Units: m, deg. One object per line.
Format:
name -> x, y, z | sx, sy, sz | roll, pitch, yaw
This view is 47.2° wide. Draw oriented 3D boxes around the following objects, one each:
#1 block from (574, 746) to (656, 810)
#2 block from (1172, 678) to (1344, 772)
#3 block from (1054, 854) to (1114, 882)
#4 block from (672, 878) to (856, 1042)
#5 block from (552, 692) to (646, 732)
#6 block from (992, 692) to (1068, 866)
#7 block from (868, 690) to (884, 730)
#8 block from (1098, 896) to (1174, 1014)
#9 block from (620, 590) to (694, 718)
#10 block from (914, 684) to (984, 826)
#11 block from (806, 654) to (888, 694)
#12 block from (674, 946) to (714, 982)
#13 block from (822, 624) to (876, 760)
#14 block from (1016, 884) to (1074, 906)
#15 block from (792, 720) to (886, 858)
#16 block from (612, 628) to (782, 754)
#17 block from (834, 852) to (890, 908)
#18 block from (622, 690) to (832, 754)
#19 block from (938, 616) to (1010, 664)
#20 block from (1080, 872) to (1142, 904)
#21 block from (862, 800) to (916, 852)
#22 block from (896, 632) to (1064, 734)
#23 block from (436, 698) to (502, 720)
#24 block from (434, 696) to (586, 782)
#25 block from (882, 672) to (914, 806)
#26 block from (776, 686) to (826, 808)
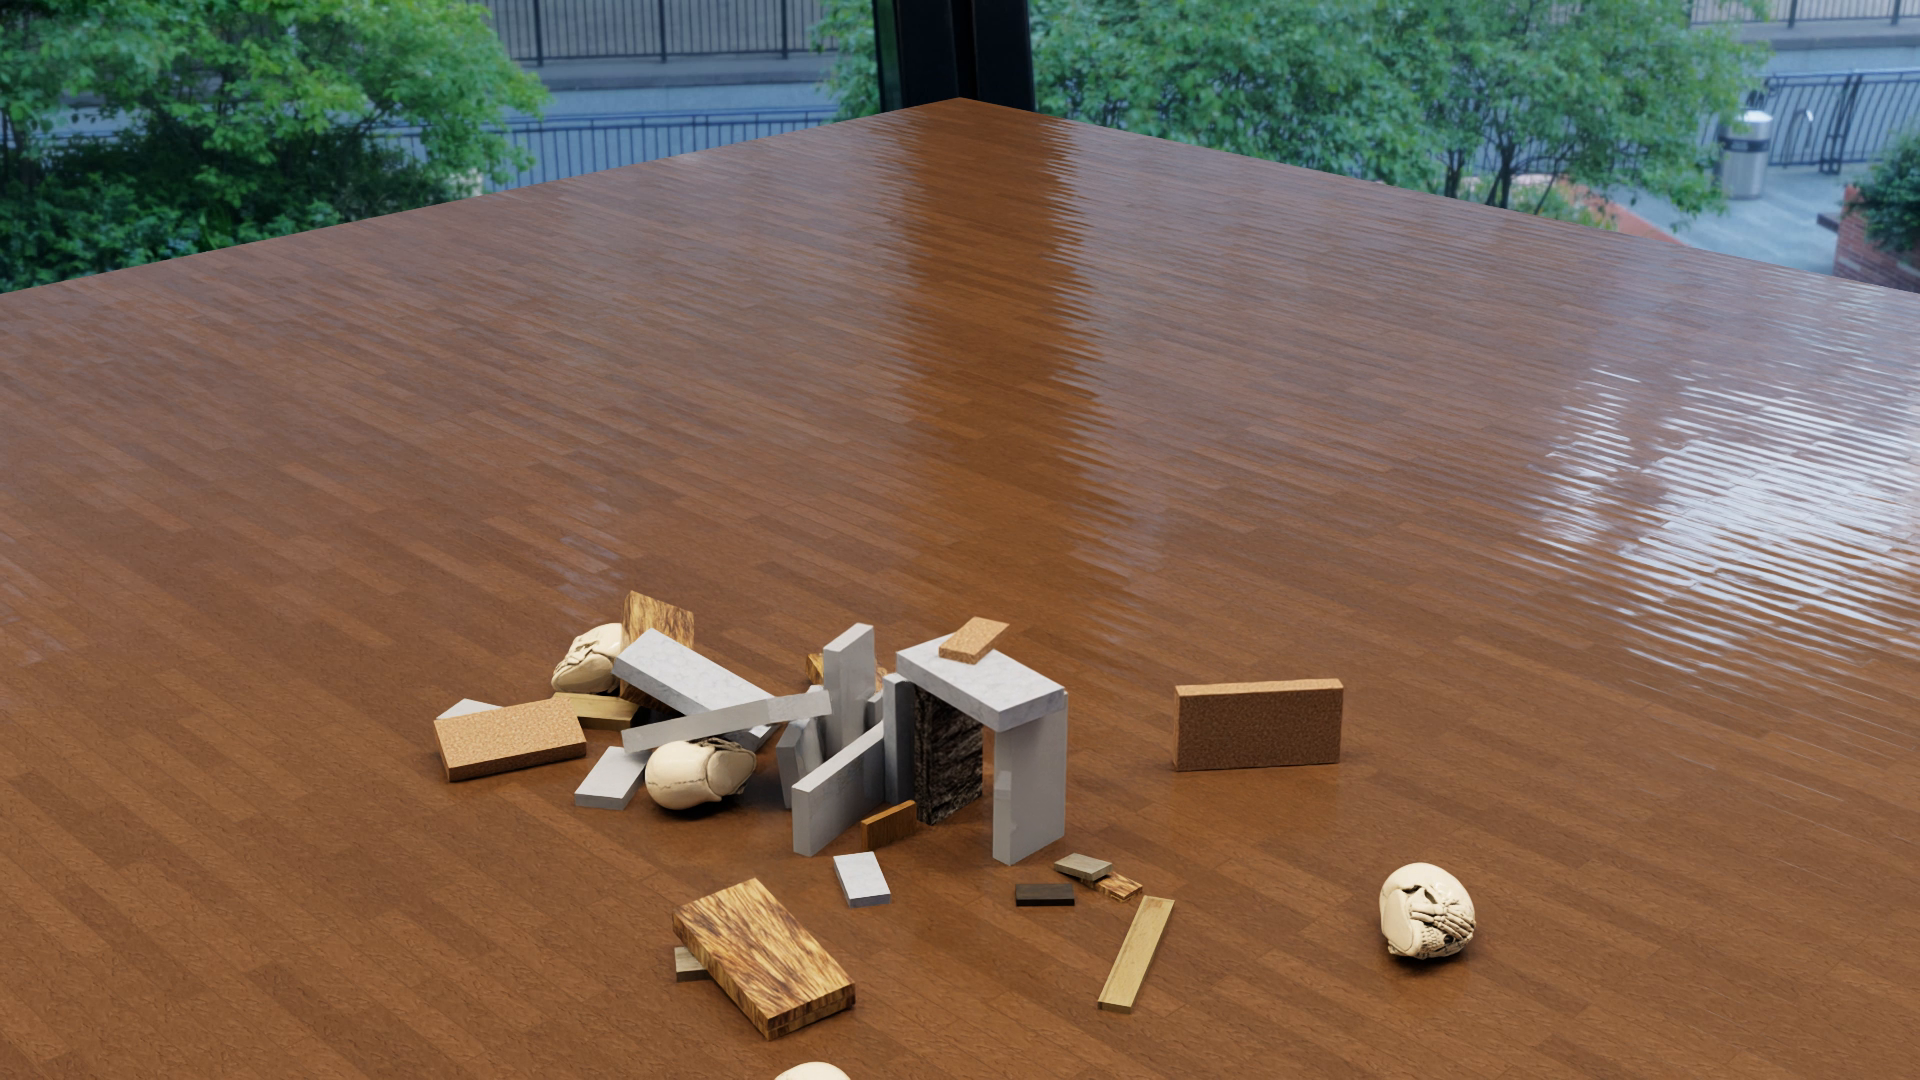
block -> -0.713, 0.493, 4.561 | 0.102, 0.029, 0.204 | 5, 23, 11
block -> 0.625, 0.388, 4.621 | 0.347, 0.174, 0.049 | -2, 21, -6
block -> 0.237, 0.628, 4.227 | 0.054, 0.015, 0.109 | -20, 16, -36
block -> -0.352, 0.739, 3.903 | 0.174, 0.049, 0.347 | -18, 34, -30
block -> -0.807, 0.378, 4.832 | 0.204, 0.029, 0.102 | 4, 23, 9
block -> 0.137, 0.458, 4.272 | 0.045, 0.320, 0.160 | 21, 31, 39
block -> -0.172, 0.388, 4.682 | 0.018, 0.128, 0.064 | 12, 26, 27
block -> 0.321, 0.747, 3.979 | 0.059, 0.017, 0.357 | 7, 24, 16
block -> -0.674, 0.255, 4.906 | 0.158, 0.045, 0.316 | 22, 33, -23
block -> -0.022, 0.397, 4.415 | 0.045, 0.320, 0.160 | 19, 29, 36
block -> -0.222, 0.337, 4.883 | 0.158, 0.045, 0.316 | 0, 22, -21
block -> -0.432, 0.756, 3.951 | 0.157, 0.022, 0.078 | -4, 23, -9
block -> -0.230, 0.331, 4.620 | 0.040, 0.281, 0.140 | 11, 25, 26
block -> 0.160, 0.671, 4.159 | 0.109, 0.015, 0.054 | -1, 23, -1
block -> -0.175, 0.463, 4.483 | 0.041, 0.145, 0.518 | 13, 26, 29
block -> -0.561, 0.324, 4.770 | 0.360, 0.045, 0.158 | 28, 29, 8
block -> -0.188, 0.649, 4.202 | 0.078, 0.022, 0.157 | -6, 24, -13
block -> -0.483, 0.375, 4.517 | 0.446, 0.049, 0.174 | -15, -7, 40
block -> 0.029, 0.198, 4.331 | 0.078, 0.022, 0.157 | 11, 25, 25
block -> 0.289, 0.656, 4.195 | 0.109, 0.015, 0.054 | 21, 31, 40
block -> -0.140, 0.565, 4.346 | 0.128, 0.064, 0.018 | -19, 30, -38
block -> 0.036, 0.270, 4.246 | 0.160, 0.045, 0.320 | -17, 28, -35
block -> -1.023, 0.398, 4.785 | 0.204, 0.029, 0.102 | 10, 25, 22
block -> -0.954, 0.420, 4.664 | 0.291, 0.041, 0.145 | -10, 43, -22
block -> -0.088, 0.391, 4.478 | 0.140, 0.281, 0.040 | -19, 28, -37
block -> -0.317, 0.427, 4.570 | 0.040, 0.140, 0.281 | -2, 22, 13
